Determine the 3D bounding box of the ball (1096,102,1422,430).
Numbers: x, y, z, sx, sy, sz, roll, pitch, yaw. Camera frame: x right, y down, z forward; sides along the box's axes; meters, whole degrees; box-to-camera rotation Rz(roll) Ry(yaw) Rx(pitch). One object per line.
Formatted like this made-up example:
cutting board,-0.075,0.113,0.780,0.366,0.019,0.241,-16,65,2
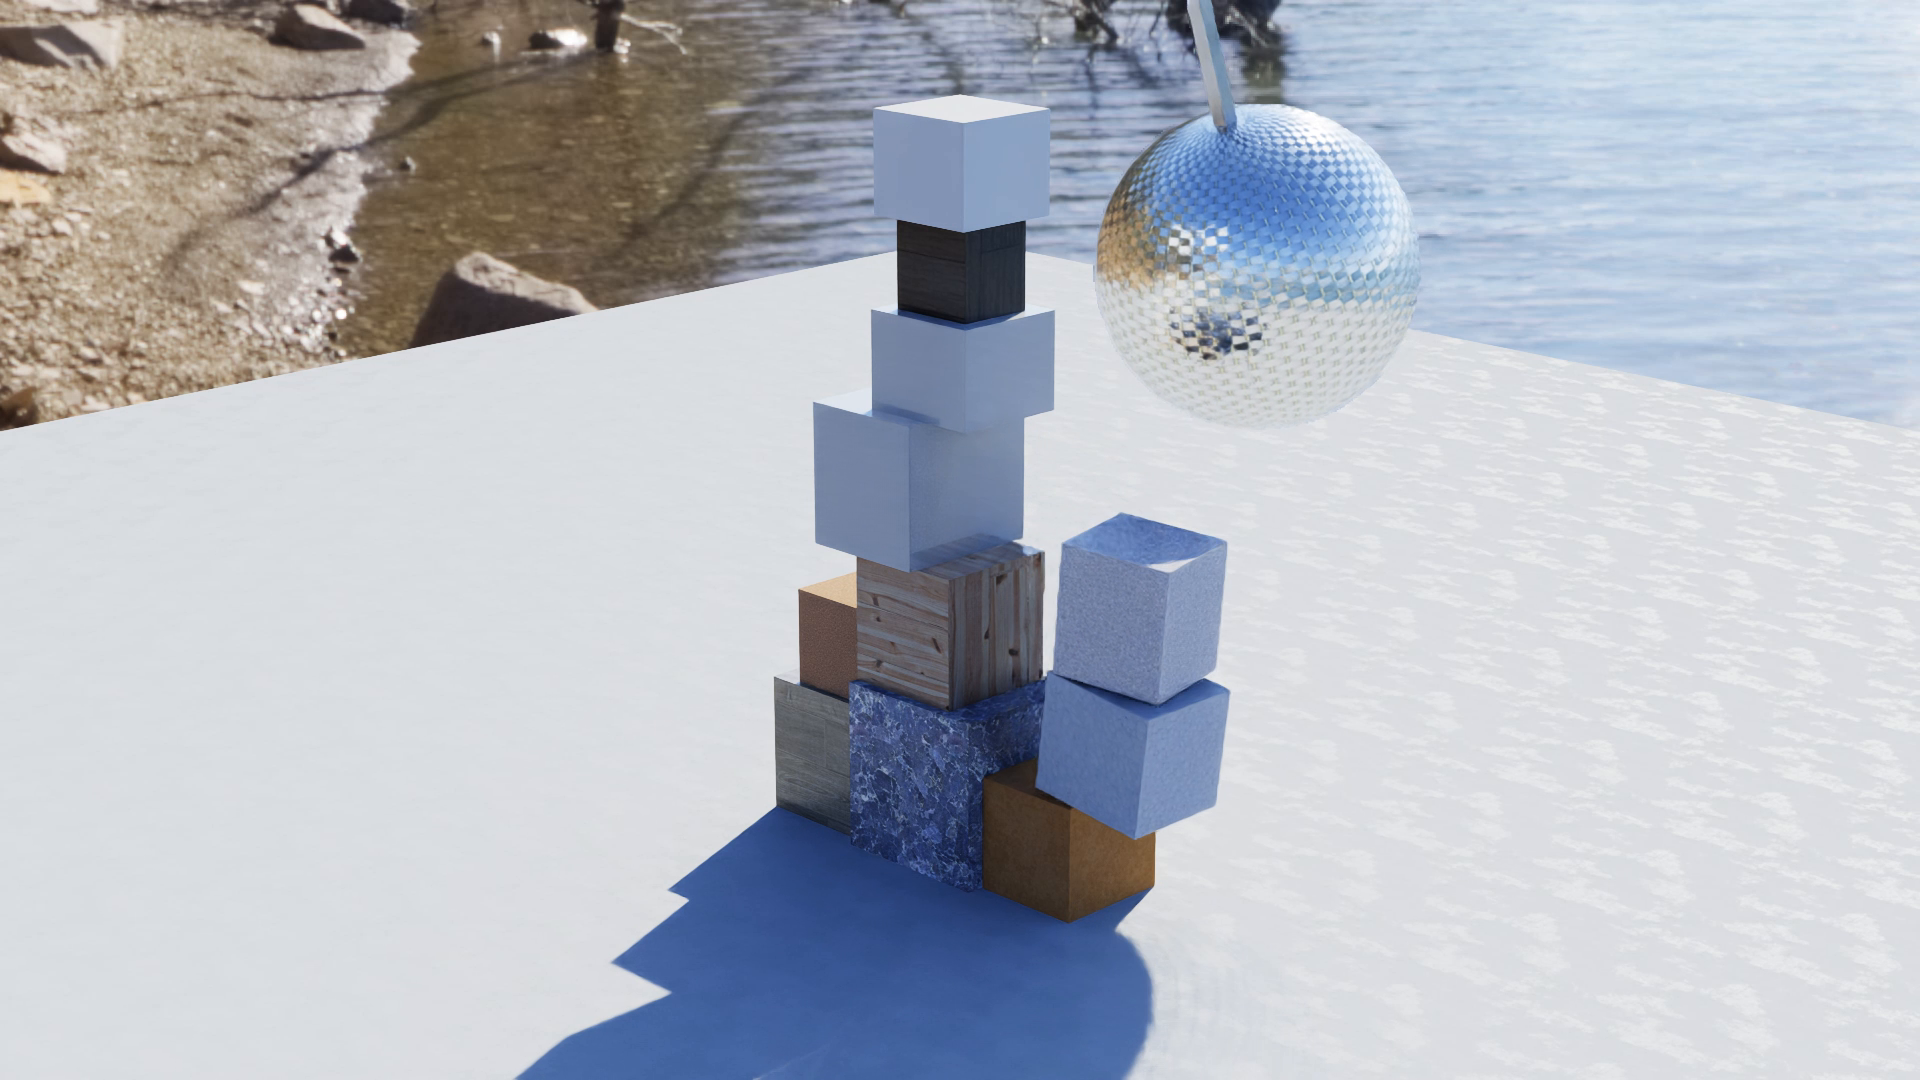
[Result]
ball,1.467,-1.346,14.456,1.600,1.600,1.600,0,17,0

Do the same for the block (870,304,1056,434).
block,0.013,-0.806,13.103,0.567,0.460,0.591,-17,24,-42

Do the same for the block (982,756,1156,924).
block,0.495,1.319,13.246,0.574,0.542,0.533,-17,24,-42

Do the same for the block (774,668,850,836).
block,-0.482,0.974,14.130,0.570,0.670,0.590,-17,24,-42

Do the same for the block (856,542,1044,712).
block,-0.044,0.348,13.489,0.618,0.622,0.599,-17,24,-42

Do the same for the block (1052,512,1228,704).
block,0.778,0.290,12.692,0.531,0.604,0.509,16,24,30

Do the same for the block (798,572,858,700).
block,-0.430,0.448,13.911,0.490,0.464,0.454,-17,24,-42

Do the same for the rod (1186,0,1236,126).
rod,0.636,-4.140,12.707,0.080,5.200,0.080,17,44,42

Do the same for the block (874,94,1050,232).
block,0.008,-1.654,12.830,0.535,0.471,0.557,-17,24,-42

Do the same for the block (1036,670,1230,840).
block,0.754,0.872,12.848,0.531,0.567,0.598,-17,31,-42

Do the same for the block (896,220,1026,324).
block,0.005,-1.226,12.962,0.377,0.425,0.426,-17,24,-42

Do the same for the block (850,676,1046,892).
block,0.010,1.052,13.641,0.699,0.813,0.779,-17,24,-42

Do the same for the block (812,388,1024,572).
block,-0.186,-0.319,13.447,0.736,0.675,0.626,-17,24,-42
